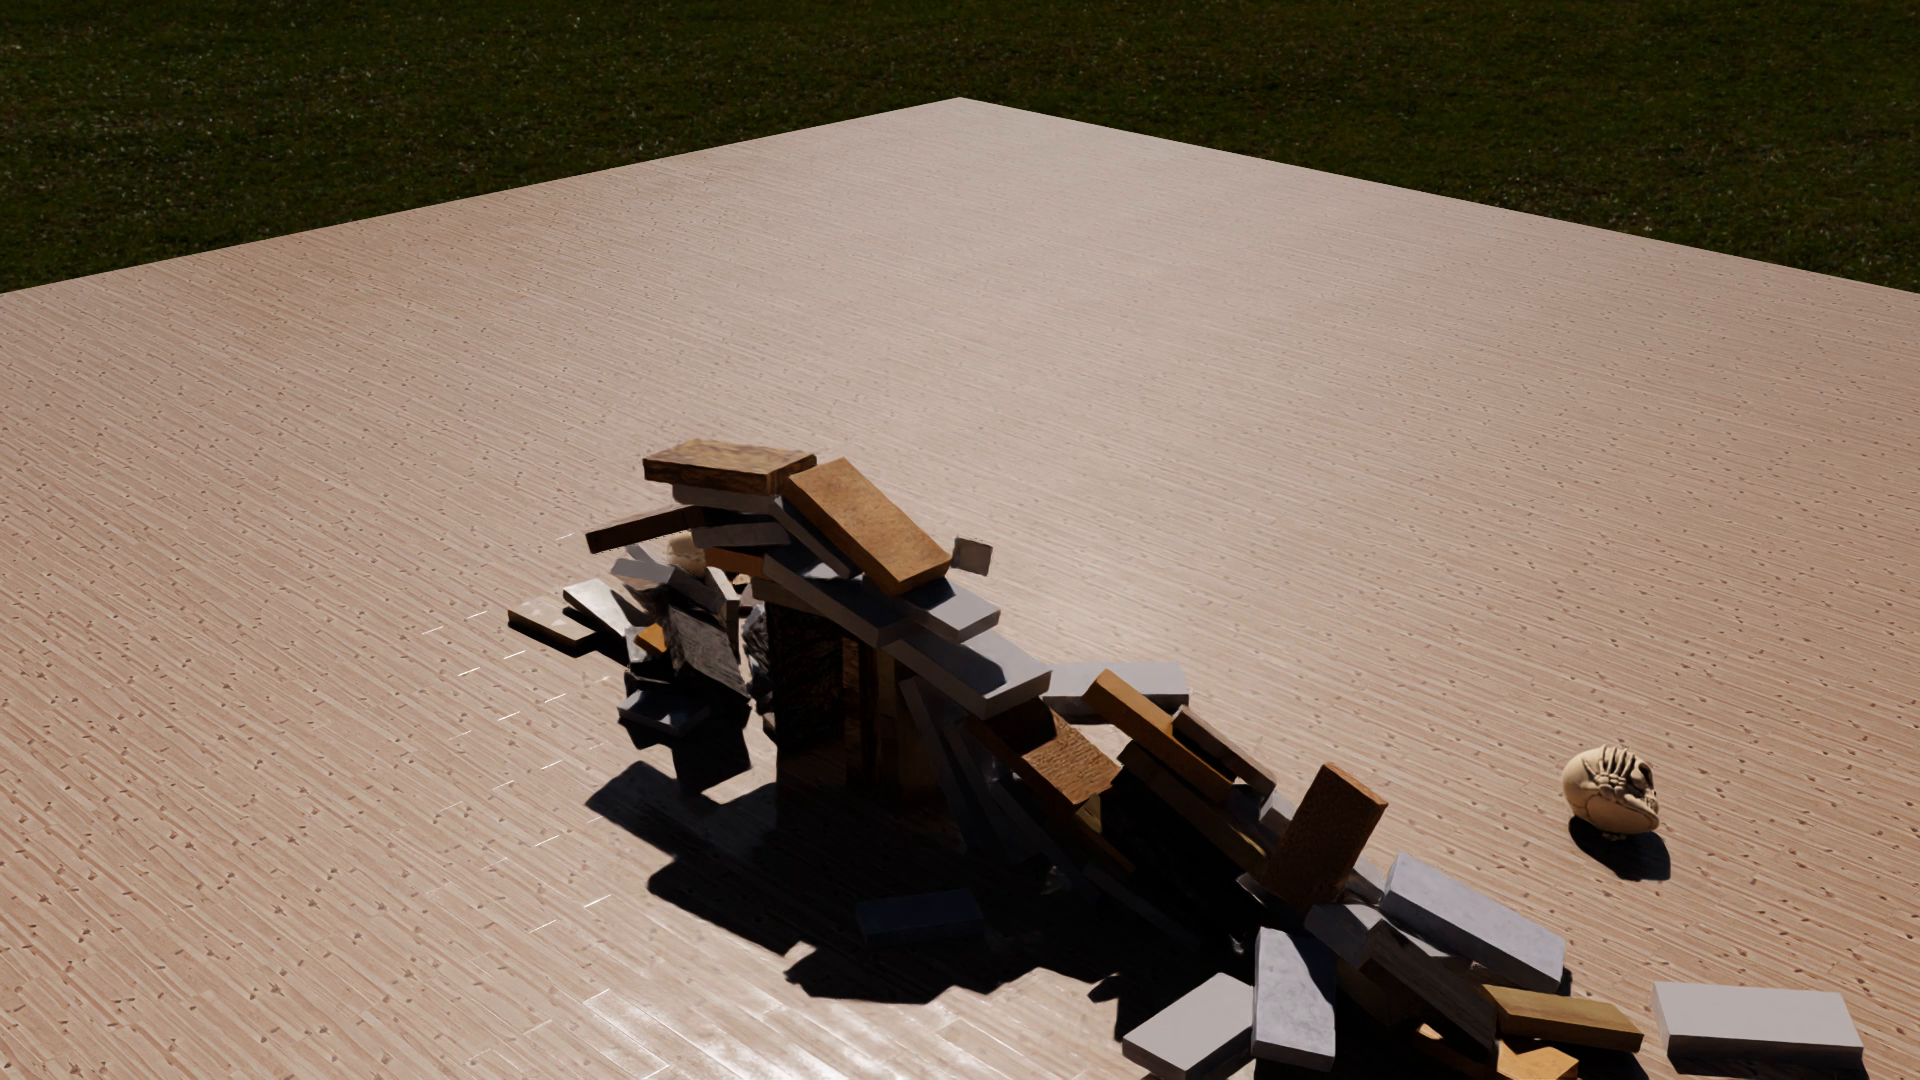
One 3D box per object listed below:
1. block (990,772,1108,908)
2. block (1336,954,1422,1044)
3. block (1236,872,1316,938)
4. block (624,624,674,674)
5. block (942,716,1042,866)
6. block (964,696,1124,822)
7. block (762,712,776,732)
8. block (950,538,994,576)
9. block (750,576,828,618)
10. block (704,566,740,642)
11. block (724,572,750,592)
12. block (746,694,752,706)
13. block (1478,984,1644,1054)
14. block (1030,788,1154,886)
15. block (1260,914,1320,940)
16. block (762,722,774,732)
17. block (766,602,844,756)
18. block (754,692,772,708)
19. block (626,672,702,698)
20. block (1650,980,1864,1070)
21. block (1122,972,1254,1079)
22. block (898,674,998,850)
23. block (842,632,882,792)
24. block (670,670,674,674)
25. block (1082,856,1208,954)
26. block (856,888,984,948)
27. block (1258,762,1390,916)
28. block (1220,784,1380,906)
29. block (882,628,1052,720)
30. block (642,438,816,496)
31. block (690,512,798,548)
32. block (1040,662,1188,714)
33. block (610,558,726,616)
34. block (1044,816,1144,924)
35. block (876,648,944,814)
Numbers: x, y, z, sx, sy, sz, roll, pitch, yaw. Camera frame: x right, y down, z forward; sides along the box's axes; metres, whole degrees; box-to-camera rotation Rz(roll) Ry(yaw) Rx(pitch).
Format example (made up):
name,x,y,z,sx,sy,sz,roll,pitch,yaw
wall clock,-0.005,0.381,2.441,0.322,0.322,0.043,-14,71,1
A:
name,x,y,z,sx,sy,sz,roll,pitch,yaw
block,0.214,0.556,4.227,0.150,0.043,0.301,-22,58,-41
block,0.703,0.765,3.791,0.121,0.034,0.241,-18,31,-25
block,0.623,0.662,4.039,0.141,0.040,0.282,16,8,-26
block,-0.707,0.247,4.995,0.096,0.027,0.193,-5,23,-11
block,0.097,0.472,4.319,0.150,0.301,0.043,-22,-9,-41
block,0.166,0.404,4.185,0.150,0.043,0.301,-20,46,-38
block,-0.389,0.398,4.771,0.047,0.013,0.094,-11,25,-25
block,0.026,0.038,4.961,0.020,0.069,0.139,10,-3,31
block,-0.258,0.101,4.544,0.171,0.048,0.341,-21,23,-40
block,-0.571,0.150,5.264,0.031,0.109,0.219,-3,23,-20
block,-0.558,0.106,5.486,0.141,0.020,0.071,-8,24,-19
block,-0.539,0.323,4.863,0.153,0.022,0.076,30,9,5
block,1.011,0.807,3.712,0.246,0.035,0.123,10,11,-11
block,0.267,0.528,4.117,0.129,0.037,0.258,-21,48,-38
block,0.616,0.702,3.965,0.149,0.021,0.074,12,10,-46
block,-0.380,0.408,4.782,0.094,0.013,0.047,21,31,40
block,-0.322,0.269,4.686,0.171,0.341,0.048,-21,27,-41
block,-0.416,0.342,4.899,0.013,0.047,0.094,51,35,1
block,-0.650,0.319,4.836,0.153,0.022,0.076,10,5,-25
block,1.357,0.827,3.755,0.314,0.044,0.157,3,23,6
block,0.408,0.819,3.686,0.132,0.037,0.265,21,30,40
block,0.023,0.413,4.369,0.178,0.355,0.050,-22,-2,-41
block,-0.160,0.334,4.537,0.048,0.341,0.171,21,31,41
block,-0.600,0.293,4.981,0.153,0.022,0.077,29,36,33
block,0.369,0.646,4.067,0.258,0.037,0.129,33,40,20
block,-0.075,0.699,4.073,0.220,0.031,0.110,-5,24,-13
block,0.632,0.527,3.830,0.125,0.250,0.035,36,22,30
block,0.625,0.569,4.021,0.313,0.044,0.157,43,14,26
block,-0.011,0.218,4.310,0.178,0.050,0.355,-21,41,-40
block,-0.478,-0.152,4.569,0.329,0.047,0.164,8,22,33
block,-0.399,-0.033,4.600,0.166,0.047,0.331,-22,13,-40
block,0.339,0.331,4.922,0.324,0.046,0.162,-1,23,-2
block,-0.696,0.109,5.228,0.155,0.044,0.311,35,-15,-31
block,0.291,0.598,4.159,0.129,0.037,0.258,-22,58,-41
block,-0.080,0.359,4.457,0.050,0.356,0.178,19,29,42
